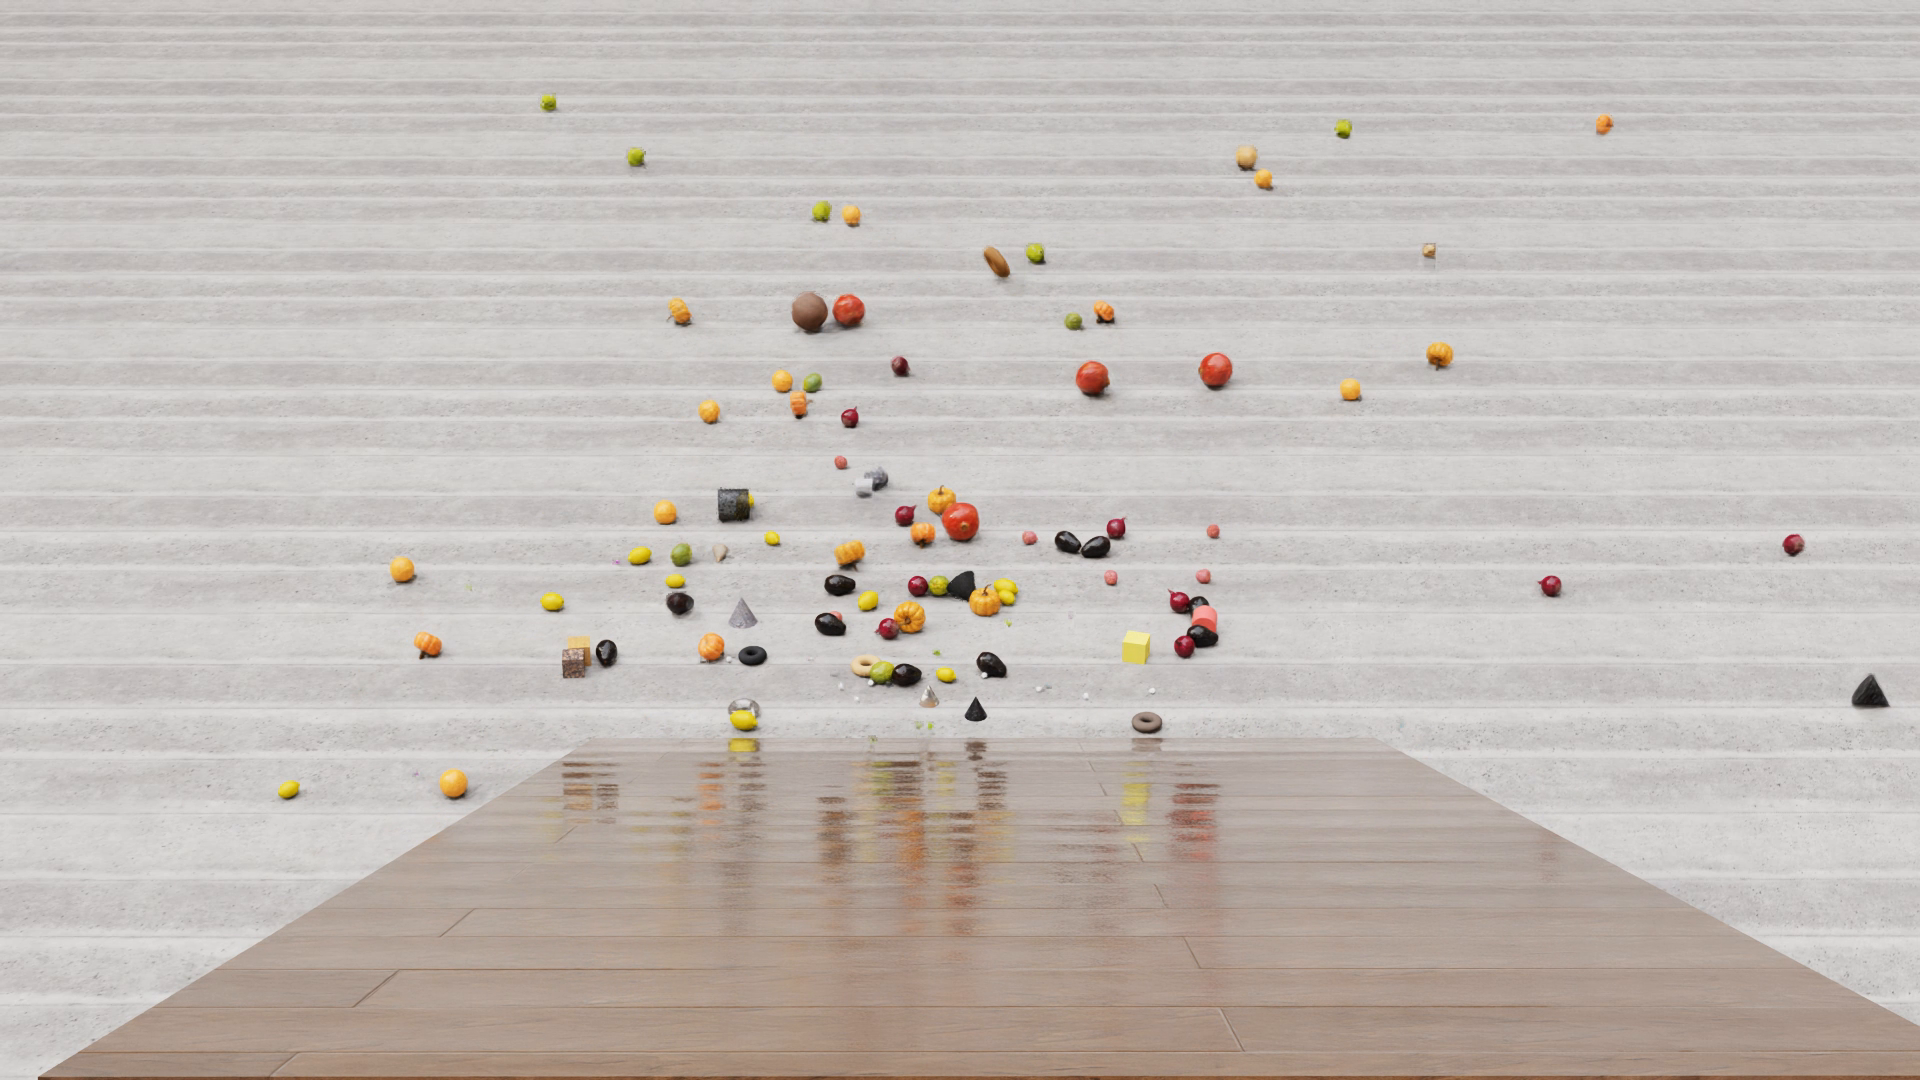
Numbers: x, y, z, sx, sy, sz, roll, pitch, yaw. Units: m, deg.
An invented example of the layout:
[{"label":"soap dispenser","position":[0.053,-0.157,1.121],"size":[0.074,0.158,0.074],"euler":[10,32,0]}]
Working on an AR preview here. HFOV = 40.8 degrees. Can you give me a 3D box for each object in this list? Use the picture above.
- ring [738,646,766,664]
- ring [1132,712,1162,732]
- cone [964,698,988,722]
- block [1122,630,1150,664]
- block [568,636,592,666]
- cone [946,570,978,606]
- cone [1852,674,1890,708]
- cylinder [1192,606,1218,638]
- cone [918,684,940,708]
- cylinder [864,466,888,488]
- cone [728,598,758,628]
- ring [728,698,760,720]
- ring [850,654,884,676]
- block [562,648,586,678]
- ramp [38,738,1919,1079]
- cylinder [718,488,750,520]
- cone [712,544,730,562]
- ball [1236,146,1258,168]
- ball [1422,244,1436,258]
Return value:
[{"label":"ring","position":[-0.572,0.318,7.124],"size":[0.080,0.027,0.080],"euler":[-1,28,1]},{"label":"ring","position":[0.493,0.481,6.823],"size":[0.081,0.027,0.081],"euler":[-1,28,1]},{"label":"cone","position":[0.042,0.440,6.861],"size":[0.061,0.061,0.061],"euler":[0,28,0]},{"label":"block","position":[0.486,0.297,7.124],"size":[0.063,0.063,0.063],"euler":[8,30,15]},{"label":"block","position":[-1.047,0.307,7.108],"size":[0.060,0.060,0.060],"euler":[-4,29,-7]},{"label":"cone","position":[0.026,0.154,7.409],"size":[0.094,0.094,0.094],"euler":[-19,61,-32]},{"label":"cone","position":[2.452,0.423,6.915],"size":[0.092,0.092,0.092],"euler":[35,36,6]},{"label":"cylinder","position":[0.685,0.230,7.240],"size":[0.069,0.069,0.069],"euler":[4,29,7]},{"label":"cone","position":[-0.084,0.410,6.920],"size":[0.057,0.057,0.057],"euler":[0,28,0]},{"label":"cylinder","position":[-0.261,-0.193,8.034],"size":[0.055,0.055,0.055],"euler":[-22,35,-35]},{"label":"cone","position":[-0.614,0.195,7.291],"size":[0.082,0.082,0.082],"euler":[0,28,0]},{"label":"ring","position":[-0.575,0.451,6.875],"size":[0.088,0.029,0.088],"euler":[0,27,0]},{"label":"ring","position":[-0.255,0.344,7.072],"size":[0.089,0.030,0.089],"euler":[-1,29,0]},{"label":"block","position":[-1.055,0.337,7.055],"size":[0.058,0.058,0.058],"euler":[-3,29,-5]},{"label":"ramp","position":[0.064,0.575,4.618],"size":[2.000,0.100,4.000],"euler":[0,1,0]},{"label":"cylinder","position":[-0.687,-0.109,7.841],"size":[0.092,0.092,0.092],"euler":[-2,29,-3]},{"label":"cone","position":[-0.711,0.048,7.624],"size":[0.051,0.051,0.051],"euler":[5,62,9]},{"label":"ball","position":[1.164,-1.556,10.511],"size":[0.091,0.091,0.091],"euler":[0,28,0]},{"label":"ball","position":[1.756,-1.082,9.677],"size":[0.052,0.052,0.052],"euler":[0,28,0]}]
